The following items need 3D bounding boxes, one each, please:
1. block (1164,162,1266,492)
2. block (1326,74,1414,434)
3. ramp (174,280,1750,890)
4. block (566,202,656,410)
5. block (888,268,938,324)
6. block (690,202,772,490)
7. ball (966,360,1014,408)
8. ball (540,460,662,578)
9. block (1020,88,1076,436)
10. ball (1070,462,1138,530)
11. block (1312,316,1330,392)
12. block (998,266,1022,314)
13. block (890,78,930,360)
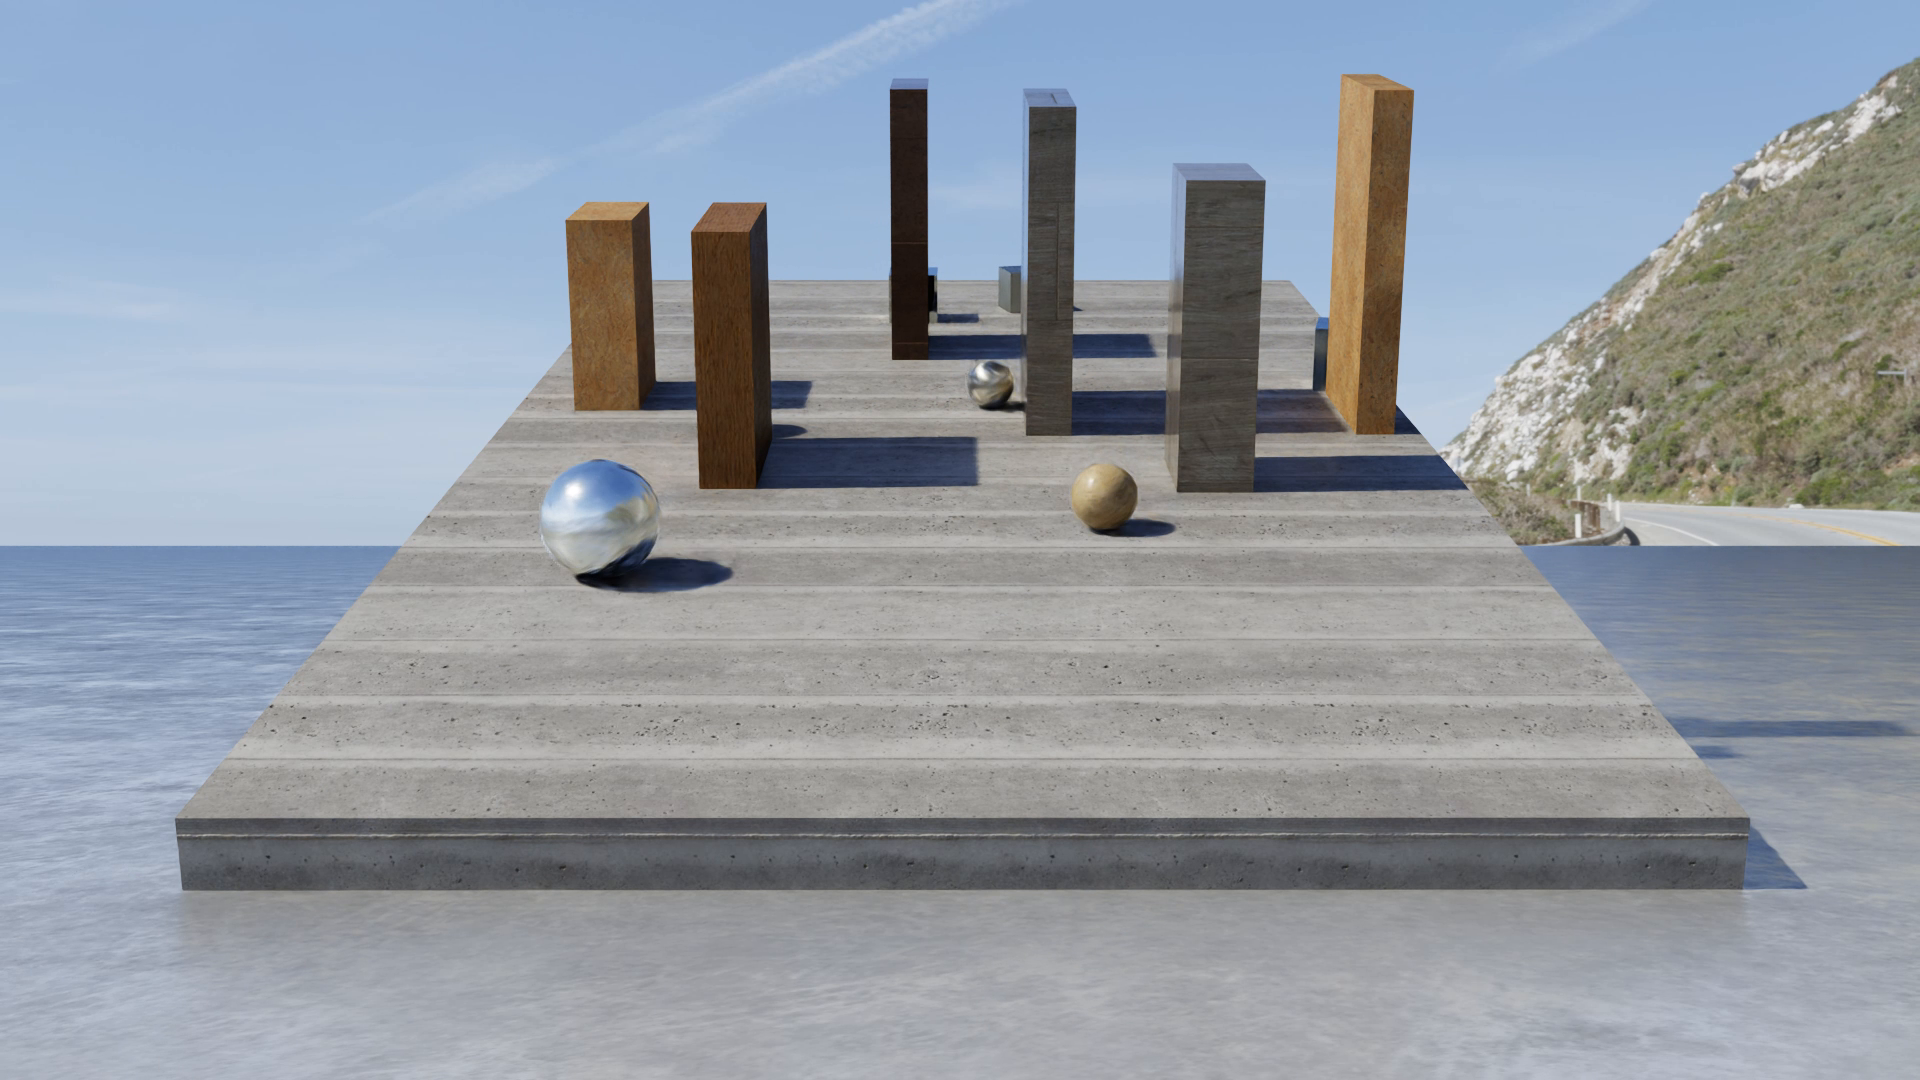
[{"bbox_3d":[0.497,-0.421,4.362,0.149,0.606,0.270,0,16,0],"label":"block"},{"bbox_3d":[0.895,-0.636,4.868,0.083,0.731,0.407,0,16,0],"label":"block"},{"bbox_3d":[-0.002,-0.166,4.742,2.000,0.100,4.000,0,16,0],"label":"ramp"},{"bbox_3d":[-0.796,-0.539,5.069,0.145,0.429,0.295,0,16,0],"label":"block"},{"bbox_3d":[-0.126,-0.668,6.034,0.130,0.130,0.130,0,16,0],"label":"block"},{"bbox_3d":[-0.456,-0.400,4.464,0.111,0.505,0.409,0,16,0],"label":"block"},{"bbox_3d":[0.069,-0.353,5.009,0.108,0.108,0.108,0,0,0],"label":"ball"},{"bbox_3d":[-0.610,-0.035,3.763,0.203,0.203,0.203,0,0,0],"label":"ball"},{"bbox_3d":[0.190,-0.620,4.872,0.098,0.698,0.431,0,16,0],"label":"block"},{"bbox_3d":[0.264,-0.080,4.056,0.124,0.124,0.124,0,0,0],"label":"ball"},{"bbox_3d":[0.914,-0.437,5.223,0.148,0.148,0.148,3,17,11],"label":"block"},{"bbox_3d":[0.178,-0.701,6.180,0.112,0.112,0.112,-5,17,-16],"label":"block"},{"bbox_3d":[-0.125,-0.812,5.577,0.091,0.665,0.311,0,16,0],"label":"block"}]
